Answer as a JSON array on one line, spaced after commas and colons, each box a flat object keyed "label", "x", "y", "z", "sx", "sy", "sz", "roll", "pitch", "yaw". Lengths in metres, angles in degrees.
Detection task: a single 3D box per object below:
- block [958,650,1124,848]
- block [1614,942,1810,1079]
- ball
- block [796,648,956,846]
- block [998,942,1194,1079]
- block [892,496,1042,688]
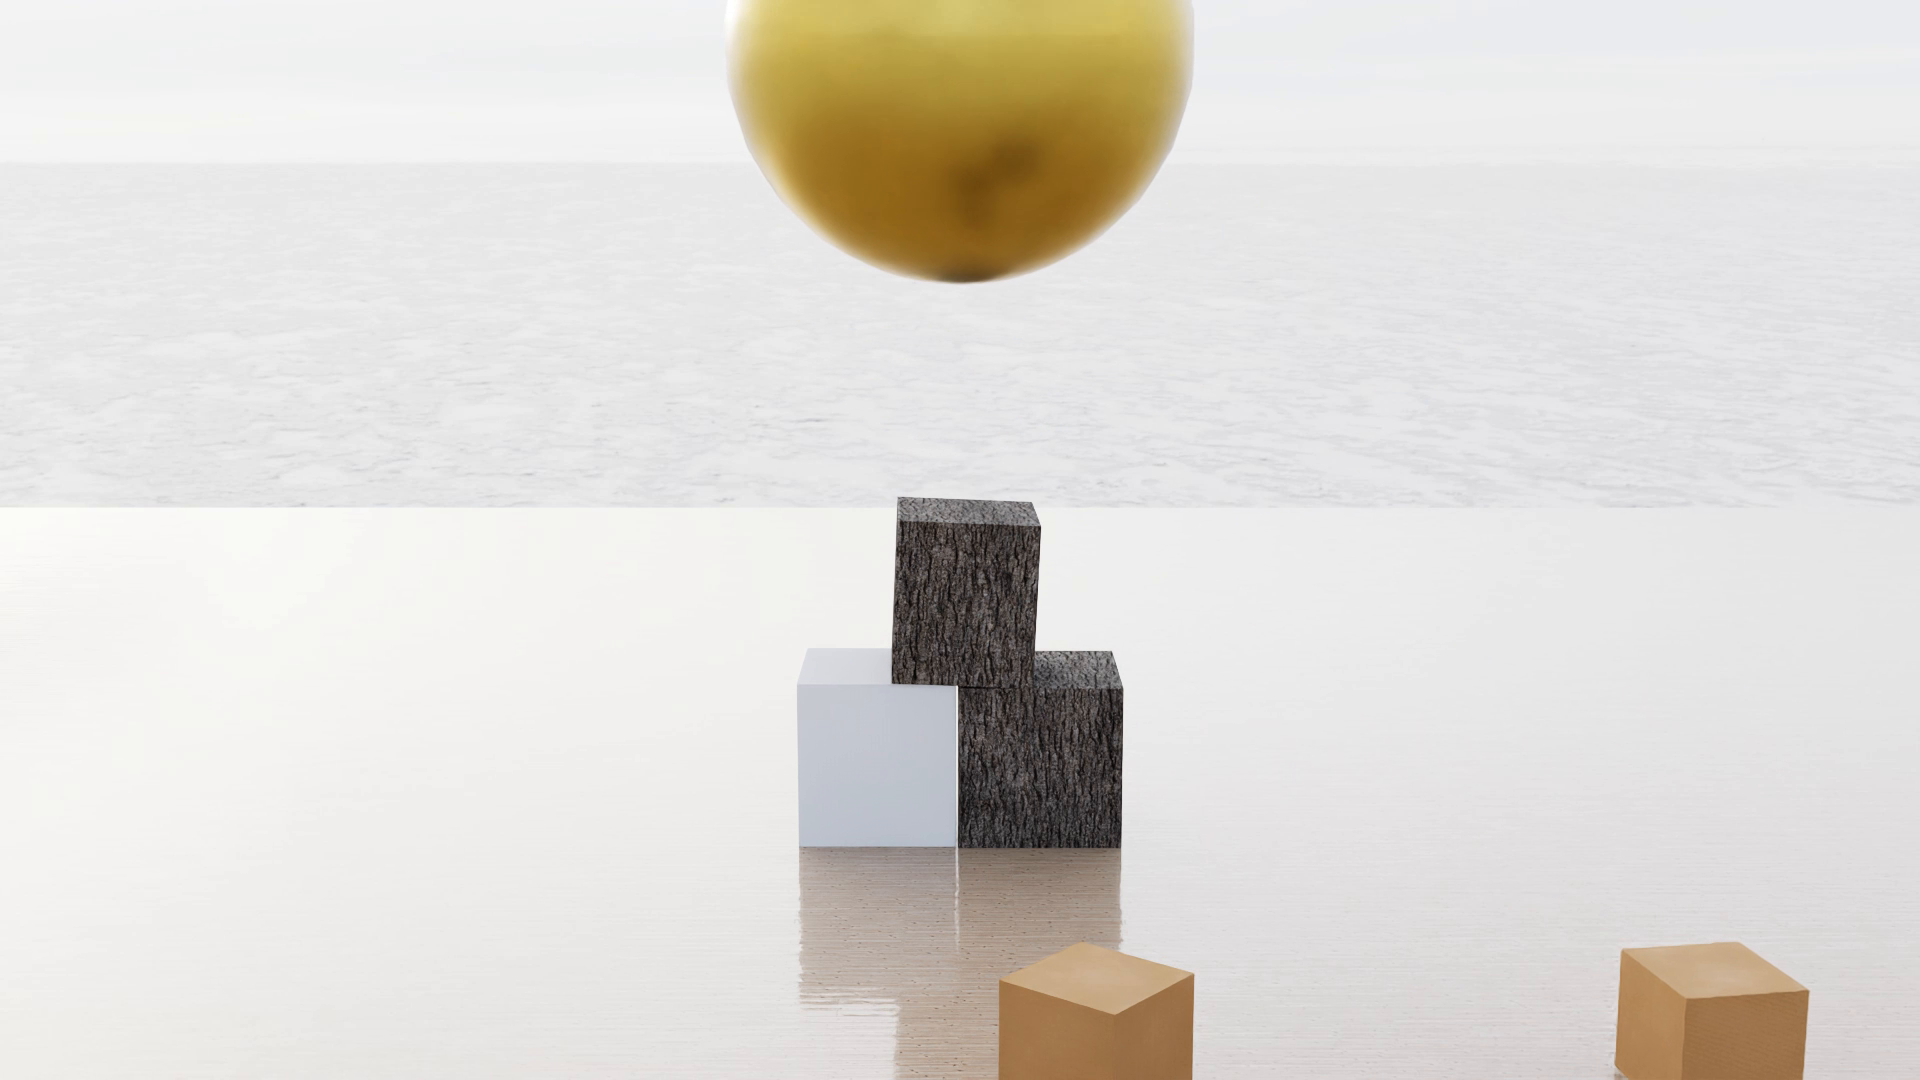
[{"label": "block", "x": 0.400, "y": 1.069, "z": 11.385, "sx": 0.823, "sy": 0.824, "sz": 0.833, "roll": 0, "pitch": 10, "yaw": 0}, {"label": "block", "x": 2.795, "y": 1.825, "z": 8.205, "sx": 0.481, "sy": 0.473, "sz": 0.502, "roll": -2, "pitch": 10, "yaw": -10}, {"label": "ball", "x": 0.000, "y": -1.674, "z": 7.478, "sx": 1.600, "sy": 1.600, "sz": 1.600, "roll": 0, "pitch": 10, "yaw": 0}, {"label": "block", "x": -0.416, "y": 1.059, "z": 11.389, "sx": 0.791, "sy": 0.841, "sz": 0.793, "roll": 0, "pitch": 10, "yaw": 0}, {"label": "block", "x": 0.499, "y": 1.837, "z": 8.044, "sx": 0.513, "sy": 0.507, "sz": 0.503, "roll": 8, "pitch": 13, "yaw": 39}, {"label": "block", "x": 0.018, "y": 0.255, "z": 11.182, "sx": 0.704, "sy": 0.818, "sz": 0.740, "roll": 2, "pitch": 10, "yaw": -2}]
